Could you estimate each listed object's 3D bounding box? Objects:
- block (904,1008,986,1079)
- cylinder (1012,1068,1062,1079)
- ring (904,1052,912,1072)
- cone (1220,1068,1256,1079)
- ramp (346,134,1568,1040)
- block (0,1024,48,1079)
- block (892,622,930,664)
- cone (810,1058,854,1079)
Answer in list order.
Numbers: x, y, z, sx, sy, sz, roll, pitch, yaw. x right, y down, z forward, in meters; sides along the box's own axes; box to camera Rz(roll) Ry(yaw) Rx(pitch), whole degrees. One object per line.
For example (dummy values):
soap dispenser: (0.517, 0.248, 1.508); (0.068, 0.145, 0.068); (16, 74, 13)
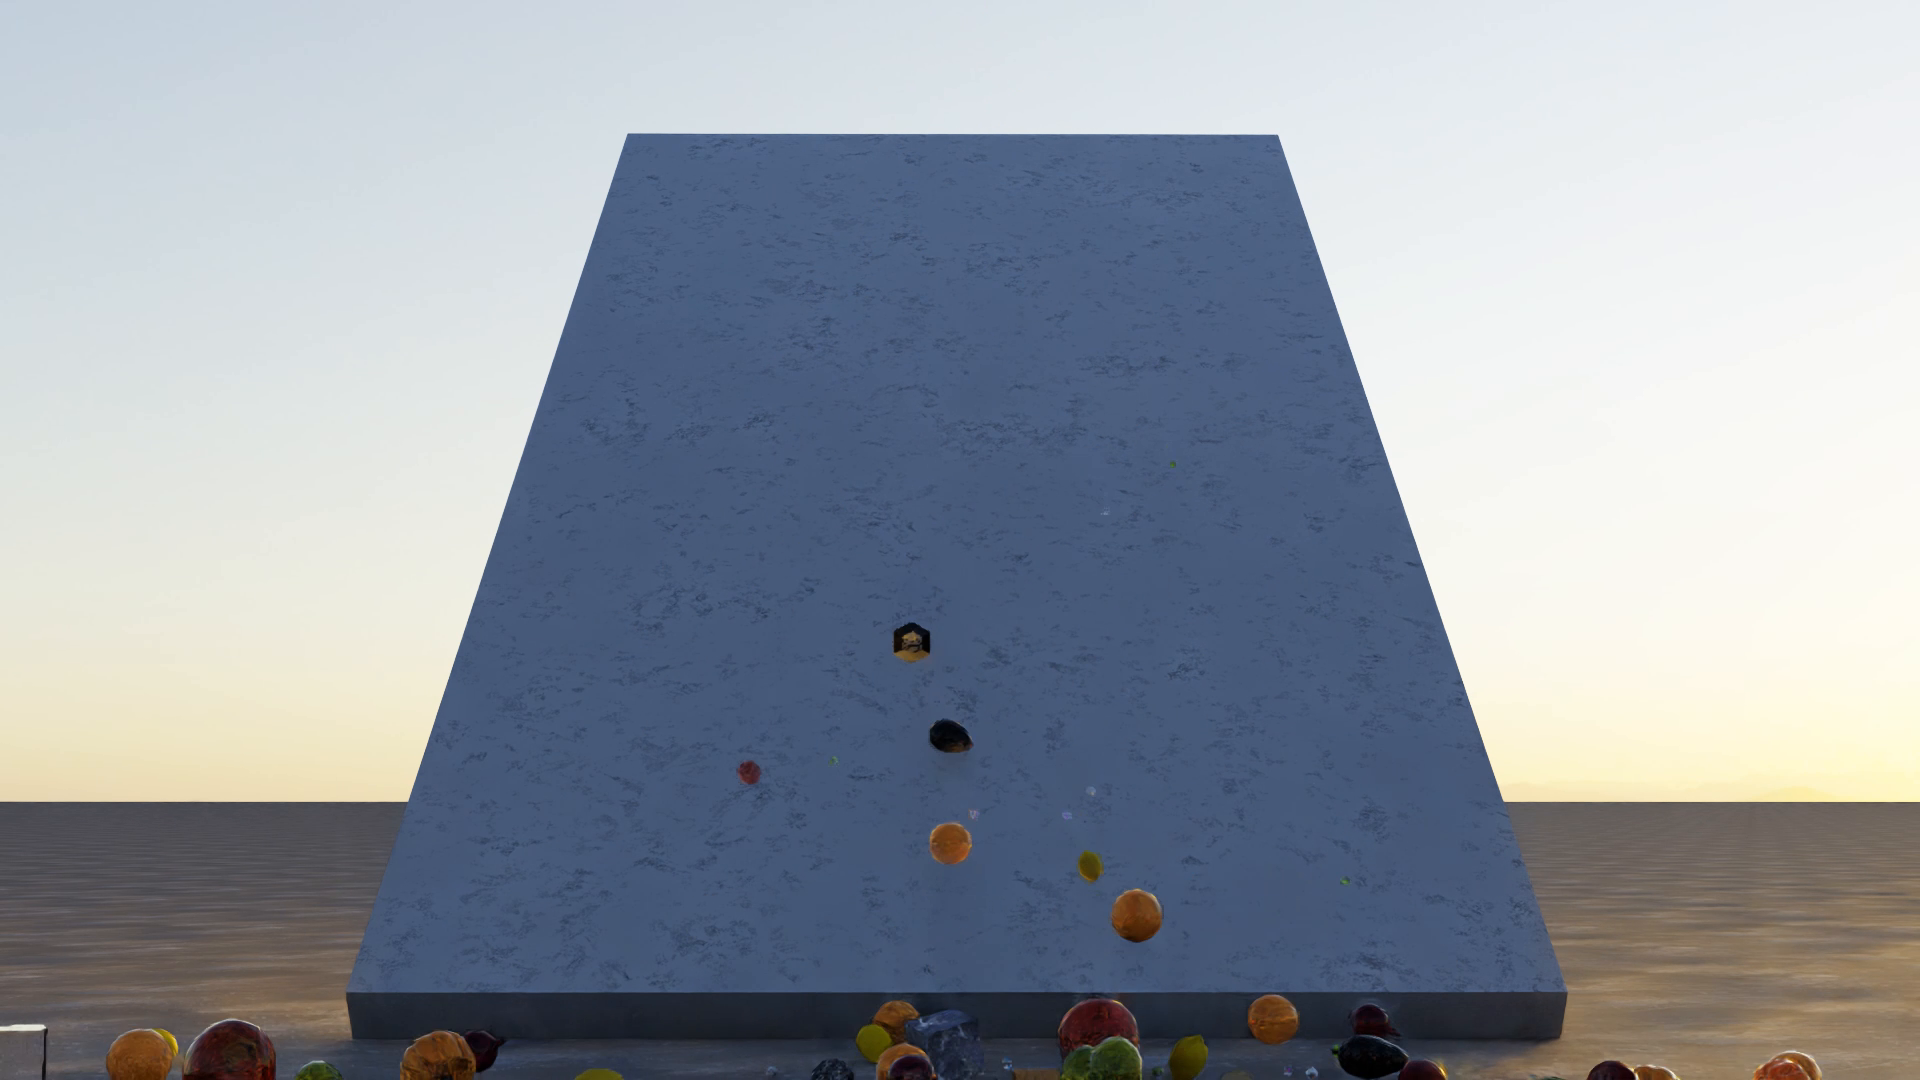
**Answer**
block: (-0.021, 0.707, 3.357); (0.078, 0.078, 0.078); (-12, 7, -23)
cylinder: (0.096, 0.690, 3.021); (0.055, 0.055, 0.055); (-1, -6, -7)
ring: (-0.024, 0.755, 3.501); (0.116, 0.039, 0.116); (0, -5, 0)
cone: (0.365, 0.712, 3.066); (0.060, 0.060, 0.060); (-5, -37, 37)
ramp: (-0.013, -0.211, 5.707); (2.000, 0.100, 4.000); (0, 30, 0)
block: (-1.315, 0.718, 3.351); (0.079, 0.079, 0.079); (3, -7, -25)
block: (-0.096, 0.206, 4.825); (0.053, 0.053, 0.053); (-25, 38, -37)
cone: (-0.176, 0.694, 3.094); (0.061, 0.061, 0.061); (3, -8, -25)
